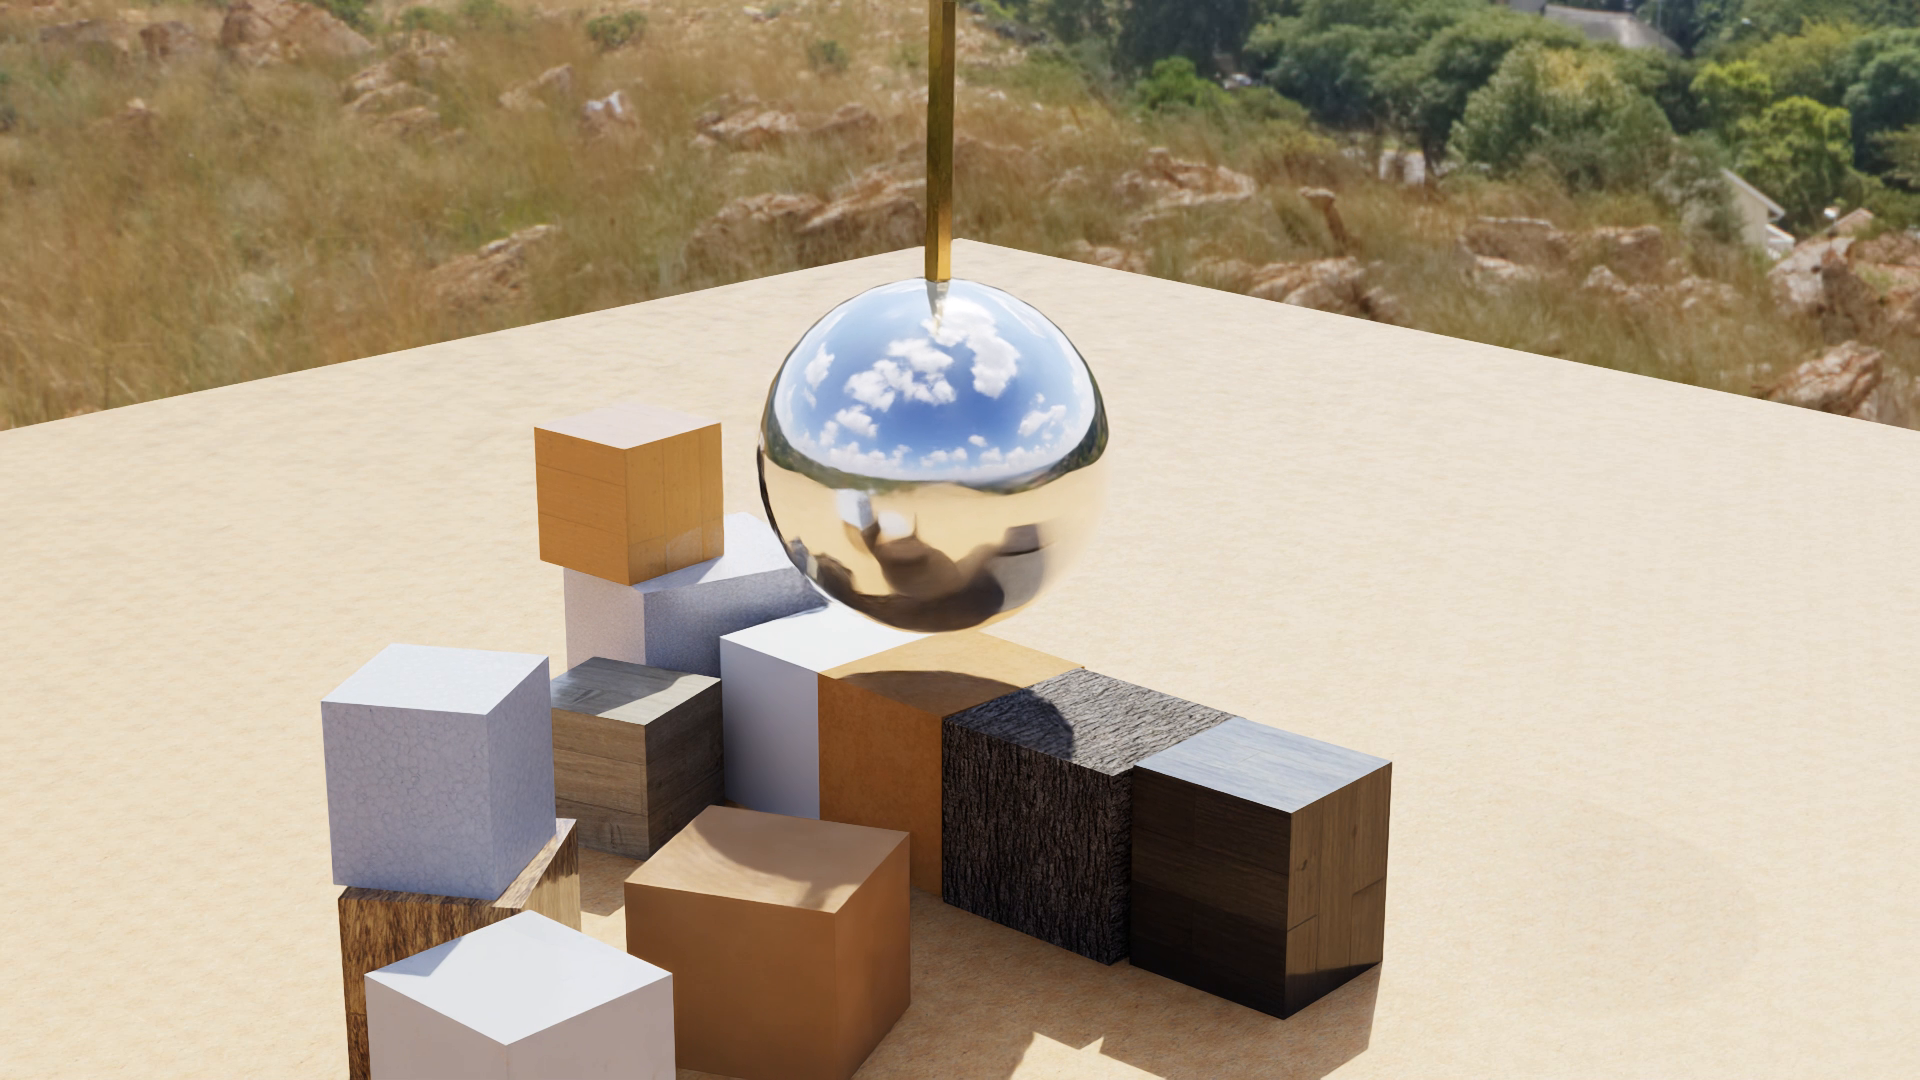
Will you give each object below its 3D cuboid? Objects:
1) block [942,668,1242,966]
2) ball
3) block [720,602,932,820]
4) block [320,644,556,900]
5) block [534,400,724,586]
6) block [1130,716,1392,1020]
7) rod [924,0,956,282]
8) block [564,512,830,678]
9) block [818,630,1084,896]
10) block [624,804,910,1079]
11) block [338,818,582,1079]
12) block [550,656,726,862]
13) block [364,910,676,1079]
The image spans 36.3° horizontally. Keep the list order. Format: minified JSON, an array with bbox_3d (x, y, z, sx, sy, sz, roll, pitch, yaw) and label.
[{"bbox_3d":[0.594,1.206,13.049,0.973,0.875,0.921,15,23,40],"label":"block"},{"bbox_3d":[-0.113,-0.376,13.105,1.600,1.600,1.600,0,17,0],"label":"ball"},{"bbox_3d":[-0.623,0.862,14.216,0.751,0.831,0.753,17,24,42],"label":"block"},{"bbox_3d":[-2.018,0.892,11.428,0.664,0.756,0.671,4,18,12],"label":"block"},{"bbox_3d":[-1.629,-0.240,14.482,0.639,0.686,0.654,14,22,38],"label":"block"},{"bbox_3d":[1.271,1.374,12.438,0.802,0.921,0.740,15,23,39],"label":"block"},{"bbox_3d":[-0.049,-3.637,12.147,0.080,5.200,0.080,17,22,42],"label":"rod"},{"bbox_3d":[-1.319,0.554,14.841,1.042,1.045,0.945,-10,20,-30],"label":"block"},{"bbox_3d":[-0.039,1.011,13.679,0.811,0.868,0.937,17,24,42],"label":"block"},{"bbox_3d":[-0.762,1.636,11.846,0.889,0.775,0.828,6,18,18],"label":"block"},{"bbox_3d":[-1.965,1.654,11.671,0.718,0.845,0.867,2,18,7],"label":"block"},{"bbox_3d":[-1.610,1.030,13.932,0.721,0.681,0.682,9,19,25],"label":"block"},{"bbox_3d":[-1.589,1.966,10.676,0.806,0.847,0.760,16,23,40],"label":"block"}]
